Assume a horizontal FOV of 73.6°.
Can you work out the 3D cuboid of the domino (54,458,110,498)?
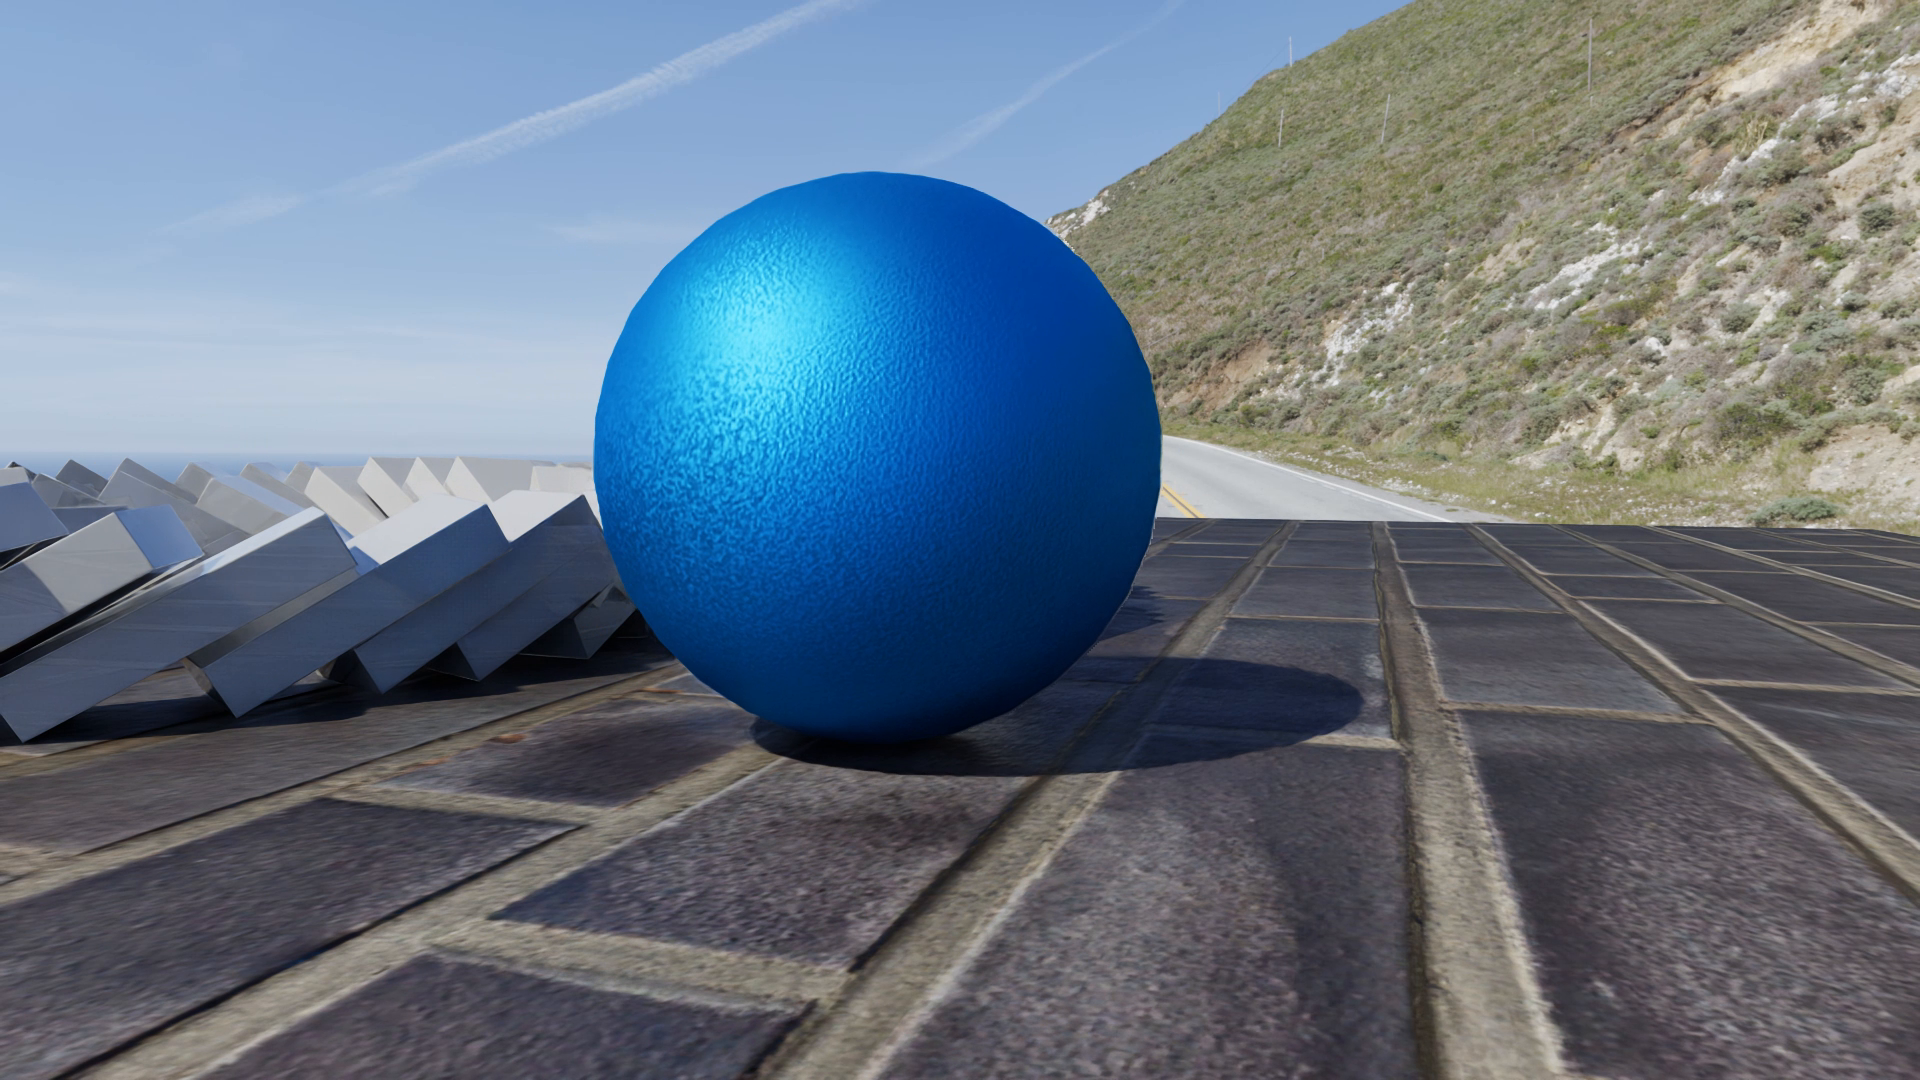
[{"bbox_3d":[-0.286,-0.010,0.445,0.050,0.010,0.025,38,-18,-27],"label":"domino"}]

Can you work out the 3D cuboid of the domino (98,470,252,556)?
[{"bbox_3d":[-0.219,-0.003,0.371,0.050,0.009,0.025,32,-14,-24],"label":"domino"}]

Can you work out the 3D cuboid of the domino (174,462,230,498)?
[{"bbox_3d":[-0.255,-0.010,0.465,0.050,0.010,0.025,35,-8,-18],"label":"domino"}]

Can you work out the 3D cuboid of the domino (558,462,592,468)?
[{"bbox_3d":[-0.128,-0.011,0.483,0.050,0.010,0.025,37,17,17],"label":"domino"}]

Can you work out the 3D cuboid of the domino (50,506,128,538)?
[{"bbox_3d":[-0.194,0.008,0.262,0.050,0.009,0.025,-27,-10,29],"label":"domino"}]

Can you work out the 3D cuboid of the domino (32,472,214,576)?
[{"bbox_3d":[-0.234,-0.002,0.360,0.050,0.010,0.025,34,-16,-29],"label":"domino"}]

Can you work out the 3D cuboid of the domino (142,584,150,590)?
[{"bbox_3d":[-0.244,-0.001,0.340,0.025,0.010,0.050,2,-29,37],"label":"domino"}]

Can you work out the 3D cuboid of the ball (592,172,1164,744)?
[{"bbox_3d":[-0.011,-0.011,0.184,0.080,0.080,0.080,0,4,0],"label":"ball"}]

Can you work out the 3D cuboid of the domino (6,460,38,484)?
[{"bbox_3d":[-0.298,-0.009,0.434,0.050,0.010,0.025,40,-20,-32],"label":"domino"}]

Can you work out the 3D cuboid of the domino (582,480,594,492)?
[{"bbox_3d":[-0.085,0.002,0.324,0.025,0.009,0.050,0,34,-6],"label":"domino"}]

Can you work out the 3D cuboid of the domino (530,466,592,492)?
[{"bbox_3d":[-0.105,-0.003,0.363,0.025,0.010,0.050,2,35,-29],"label":"domino"}]

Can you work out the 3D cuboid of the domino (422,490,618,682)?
[{"bbox_3d":[-0.083,0.007,0.252,0.025,0.010,0.050,4,35,41],"label":"domino"}]

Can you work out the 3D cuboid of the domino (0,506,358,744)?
[{"bbox_3d":[-0.123,0.012,0.202,0.050,0.010,0.025,-33,20,-25],"label":"domino"}]

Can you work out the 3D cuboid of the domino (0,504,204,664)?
[{"bbox_3d":[-0.141,0.012,0.188,0.050,0.010,0.025,-32,12,-12],"label":"domino"}]

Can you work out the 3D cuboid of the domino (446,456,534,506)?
[{"bbox_3d":[-0.126,-0.005,0.374,0.050,0.009,0.025,45,24,26],"label":"domino"}]

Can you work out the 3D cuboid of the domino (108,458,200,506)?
[{"bbox_3d":[-0.273,-0.011,0.455,0.050,0.010,0.025,37,-16,-24],"label":"domino"}]

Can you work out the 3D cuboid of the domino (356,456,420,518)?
[{"bbox_3d":[-0.155,-0.006,0.387,0.050,0.010,0.025,42,18,18],"label":"domino"}]

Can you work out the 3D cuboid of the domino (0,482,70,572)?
[{"bbox_3d":[-0.157,0.011,0.181,0.050,0.010,0.025,-34,13,-5],"label":"domino"}]

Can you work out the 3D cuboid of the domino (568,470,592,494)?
[{"bbox_3d":[-0.093,-0.001,0.346,0.025,0.010,0.050,2,35,-17],"label":"domino"}]

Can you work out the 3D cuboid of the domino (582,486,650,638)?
[{"bbox_3d":[-0.081,0.004,0.301,0.025,0.010,0.050,0,32,1],"label":"domino"}]

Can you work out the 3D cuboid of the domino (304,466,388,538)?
[{"bbox_3d":[-0.172,-0.005,0.391,0.050,0.010,0.025,36,15,14],"label":"domino"}]

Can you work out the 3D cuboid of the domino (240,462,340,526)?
[{"bbox_3d":[-0.238,-0.011,0.472,0.050,0.010,0.025,34,-4,-14],"label":"domino"}]

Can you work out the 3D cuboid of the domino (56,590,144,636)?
[{"bbox_3d":[-0.164,0.017,0.281,0.050,0.010,0.025,-1,4,-7],"label":"domino"}]

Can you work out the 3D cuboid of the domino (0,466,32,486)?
[{"bbox_3d":[-0.212,0.004,0.268,0.025,0.010,0.050,-13,-21,-47],"label":"domino"}]

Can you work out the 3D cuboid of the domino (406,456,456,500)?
[{"bbox_3d":[-0.140,-0.005,0.381,0.050,0.009,0.025,43,22,23],"label":"domino"}]

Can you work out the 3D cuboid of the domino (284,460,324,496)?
[{"bbox_3d":[-0.222,-0.011,0.477,0.050,0.010,0.025,34,-4,-12],"label":"domino"}]

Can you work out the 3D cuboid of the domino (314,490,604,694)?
[{"bbox_3d":[-0.093,0.008,0.236,0.025,0.010,0.050,4,35,41],"label":"domino"}]

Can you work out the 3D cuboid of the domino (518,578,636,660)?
[{"bbox_3d":[-0.078,0.006,0.276,0.025,0.010,0.050,2,32,21],"label":"domino"}]

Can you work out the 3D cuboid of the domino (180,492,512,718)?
[{"bbox_3d":[-0.105,0.009,0.219,0.050,0.010,0.025,-38,29,-32],"label":"domino"}]

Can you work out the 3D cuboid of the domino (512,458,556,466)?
[{"bbox_3d":[-0.147,-0.013,0.488,0.050,0.010,0.025,36,11,12],"label":"domino"}]

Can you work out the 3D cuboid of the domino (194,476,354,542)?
[{"bbox_3d":[-0.197,-0.003,0.382,0.050,0.009,0.025,29,-3,-14],"label":"domino"}]
